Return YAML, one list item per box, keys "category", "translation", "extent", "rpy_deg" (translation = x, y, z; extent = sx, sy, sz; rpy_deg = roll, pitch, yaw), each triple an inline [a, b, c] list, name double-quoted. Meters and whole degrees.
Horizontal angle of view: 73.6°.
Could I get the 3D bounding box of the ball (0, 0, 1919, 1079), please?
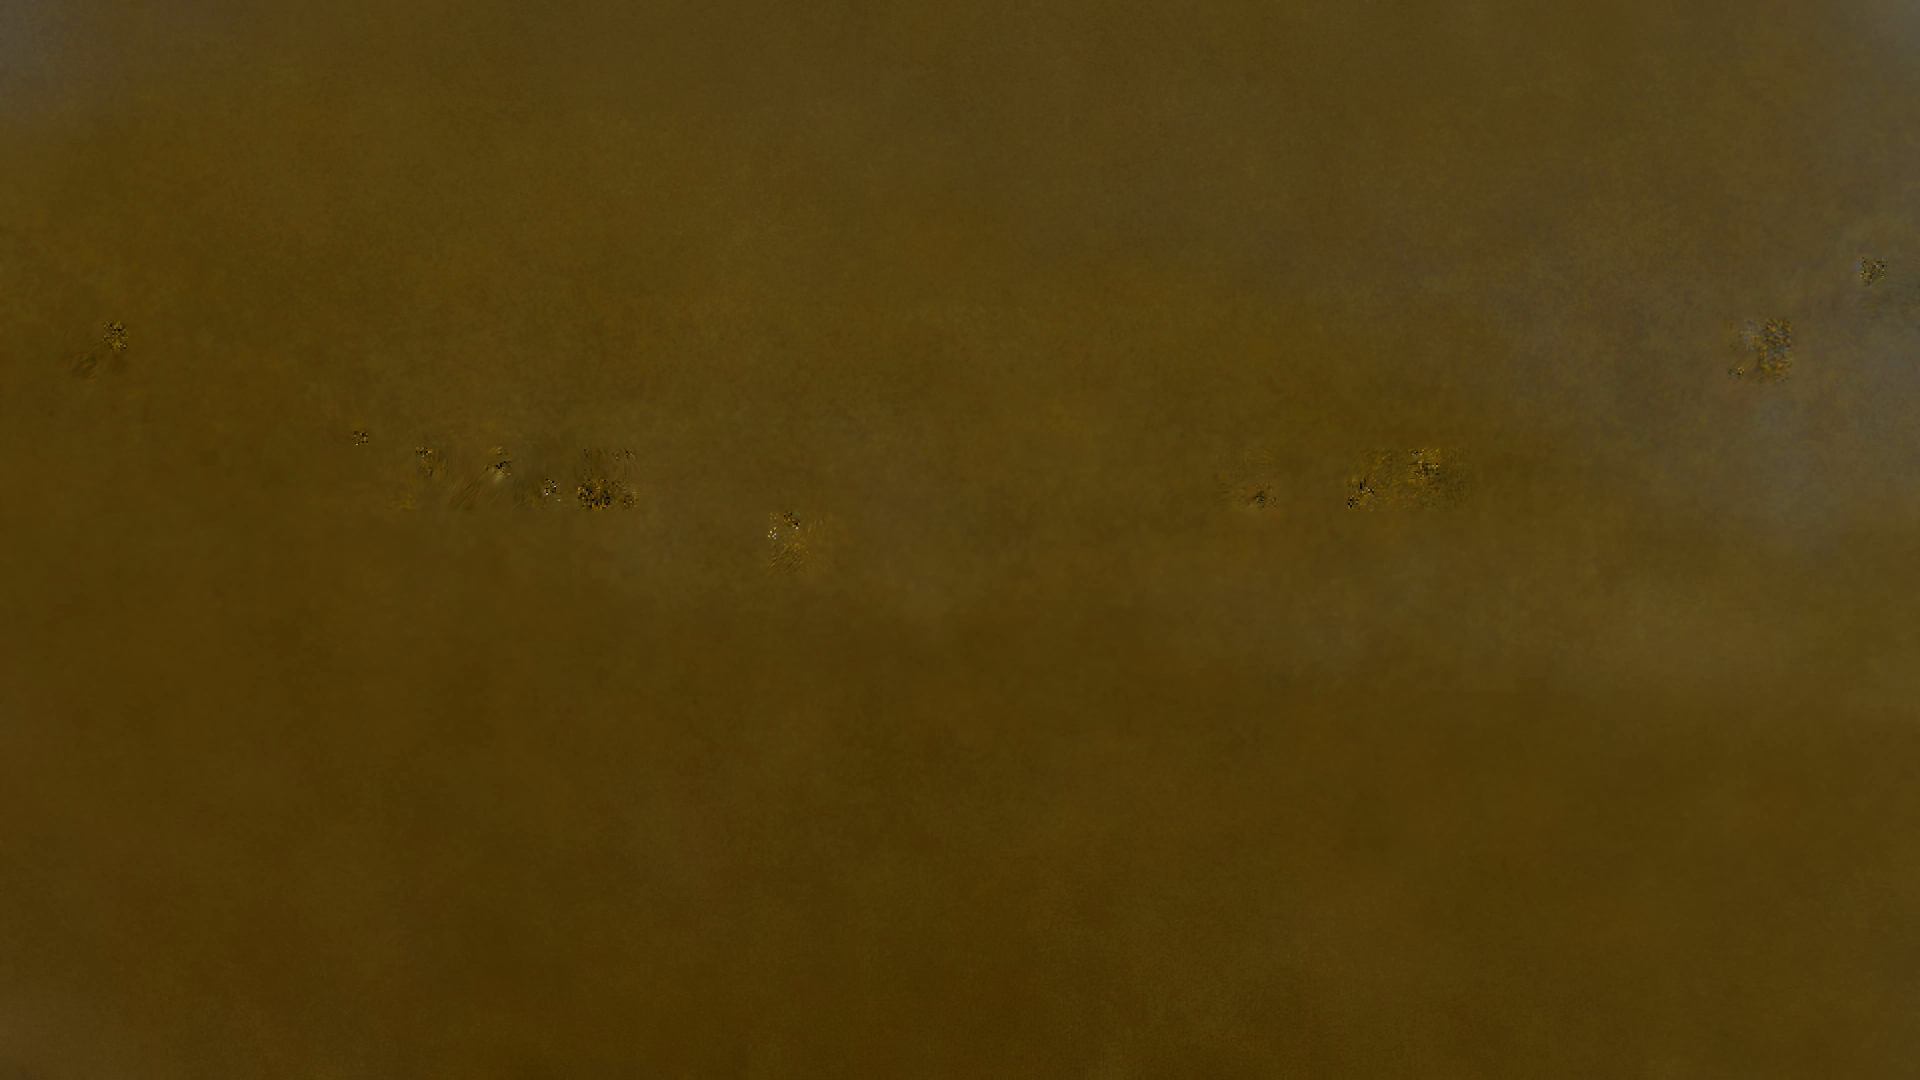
- category: "ball"
  translation: [0.000, -0.002, 0.056]
  extent: [0.080, 0.080, 0.080]
  rpy_deg: [0, 4, 0]
